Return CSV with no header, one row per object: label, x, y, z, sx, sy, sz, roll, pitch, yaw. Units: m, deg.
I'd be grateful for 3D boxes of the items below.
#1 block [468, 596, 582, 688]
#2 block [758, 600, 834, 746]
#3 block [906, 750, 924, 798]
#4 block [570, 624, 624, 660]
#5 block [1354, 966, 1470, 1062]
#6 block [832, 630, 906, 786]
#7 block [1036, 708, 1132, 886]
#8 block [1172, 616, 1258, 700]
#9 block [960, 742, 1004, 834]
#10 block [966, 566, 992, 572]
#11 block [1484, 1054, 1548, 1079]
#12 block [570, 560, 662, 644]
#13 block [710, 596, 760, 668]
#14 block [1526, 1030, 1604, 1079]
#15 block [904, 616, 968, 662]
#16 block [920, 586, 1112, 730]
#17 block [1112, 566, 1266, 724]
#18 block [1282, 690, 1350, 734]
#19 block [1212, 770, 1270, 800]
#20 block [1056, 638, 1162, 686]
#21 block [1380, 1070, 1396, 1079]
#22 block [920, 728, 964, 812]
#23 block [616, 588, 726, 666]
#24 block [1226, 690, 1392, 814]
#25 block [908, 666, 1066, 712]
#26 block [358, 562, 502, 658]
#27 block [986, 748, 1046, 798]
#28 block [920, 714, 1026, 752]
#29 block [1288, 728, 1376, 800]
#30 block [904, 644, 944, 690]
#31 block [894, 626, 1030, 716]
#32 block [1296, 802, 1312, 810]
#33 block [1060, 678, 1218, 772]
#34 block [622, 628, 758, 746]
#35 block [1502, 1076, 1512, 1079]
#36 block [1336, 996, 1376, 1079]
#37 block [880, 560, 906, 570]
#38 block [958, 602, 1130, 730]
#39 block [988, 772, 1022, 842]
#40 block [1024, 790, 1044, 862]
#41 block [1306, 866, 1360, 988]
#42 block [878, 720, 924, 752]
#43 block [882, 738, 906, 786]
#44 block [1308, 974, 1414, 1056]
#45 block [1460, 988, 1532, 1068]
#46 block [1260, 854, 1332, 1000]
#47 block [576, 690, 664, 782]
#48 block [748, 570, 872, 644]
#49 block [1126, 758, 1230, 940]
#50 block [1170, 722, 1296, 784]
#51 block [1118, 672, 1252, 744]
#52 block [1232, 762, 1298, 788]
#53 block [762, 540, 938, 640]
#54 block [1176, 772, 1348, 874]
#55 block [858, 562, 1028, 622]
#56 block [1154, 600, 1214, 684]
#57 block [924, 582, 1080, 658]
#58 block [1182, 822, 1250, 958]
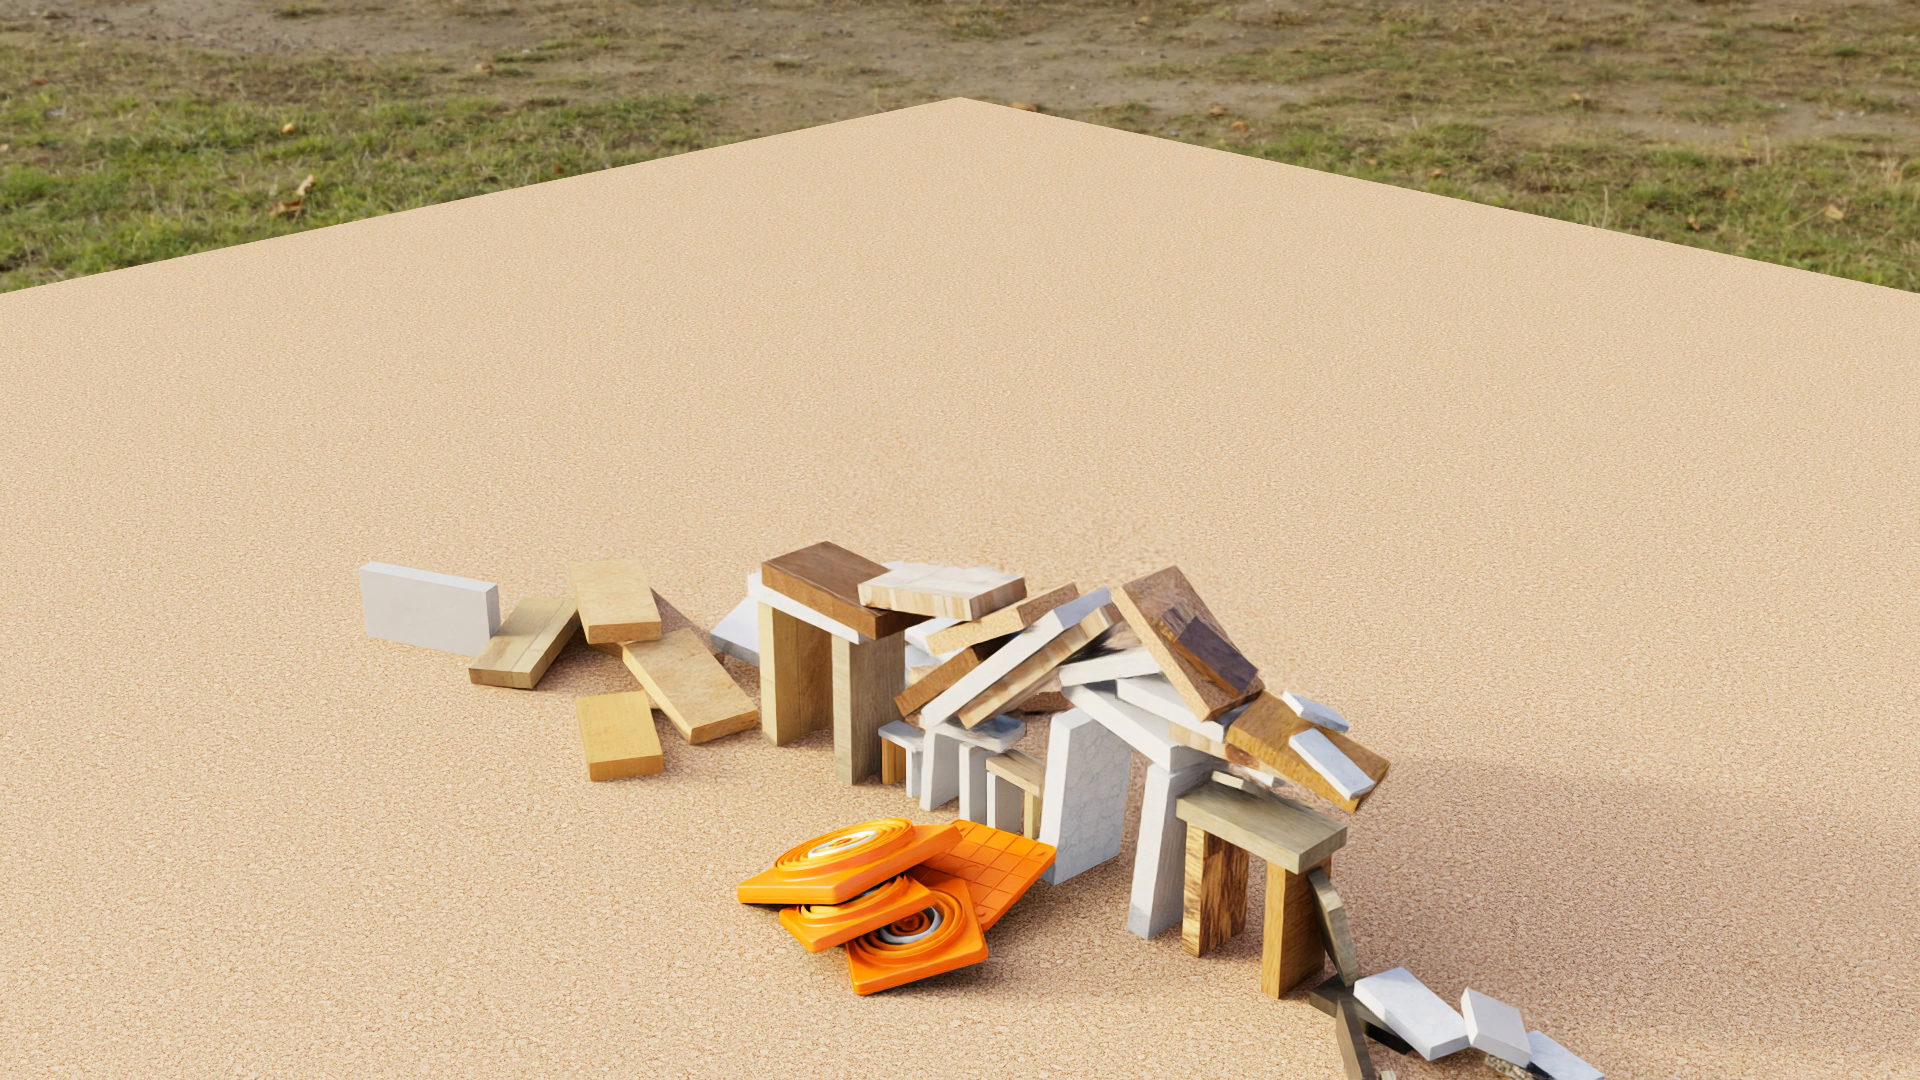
block,-0.998,0.235,5.086,0.153,0.043,0.305,3,31,15
block,-0.349,0.260,4.719,0.168,0.336,0.048,-21,31,-40
block,-0.085,0.470,4.514,0.015,0.109,0.054,21,31,41
block,-0.818,0.209,5.210,0.319,0.045,0.160,16,28,33
block,0.776,0.805,3.749,0.101,0.029,0.202,-11,28,-26
block,-0.188,0.325,4.565,0.048,0.336,0.168,19,29,37
block,0.241,0.472,4.191,0.176,0.353,0.050,-19,35,-37
block,0.441,0.204,3.796,0.144,0.020,0.072,40,47,5
block,0.043,0.481,4.385,0.094,0.189,0.027,-20,29,-39
block,-0.057,0.135,5.270,0.319,0.045,0.160,-8,24,-18
block,0.939,0.885,3.598,0.149,0.021,0.075,23,-3,43
block,-0.793,0.138,5.044,0.163,0.046,0.326,-3,26,-17
block,-0.377,0.231,4.985,0.349,0.049,0.175,20,48,30
block,0.992,0.875,3.671,0.075,0.021,0.149,-14,27,-29
block,-0.018,0.224,5.033,0.158,0.045,0.316,-3,17,-31
block,0.108,0.229,4.208,0.151,0.043,0.470,-21,-13,-42
block,0.401,0.181,3.866,0.139,0.039,0.278,-18,64,-36
block,0.604,0.294,3.738,0.114,0.016,0.057,23,17,-34
block,0.491,0.430,3.849,0.057,0.016,0.114,25,-6,-19
block,0.322,0.213,4.019,0.139,0.039,0.278,-21,5,-40
block,0.692,0.921,3.492,0.022,0.076,0.153,-1,23,-3
block,-0.035,0.449,4.459,0.027,0.189,0.094,23,32,34
block,-0.710,0.210,5.085,0.326,0.046,0.163,36,37,31
block,0.587,0.357,3.712,0.248,0.035,0.124,30,40,22
block,0.062,0.328,4.873,0.316,0.045,0.158,-1,22,-24
block,-1.238,0.165,5.149,0.349,0.175,0.049,9,25,20
block,0.129,0.452,4.286,0.075,0.021,0.149,-19,30,-38
block,0.024,0.367,4.374,0.189,0.027,0.094,15,26,30
block,0.618,0.372,3.659,0.057,0.016,0.148,-17,46,-34
block,-0.118,0.305,4.986,0.316,0.045,0.158,-18,29,-36
block,0.008,0.256,4.346,0.151,0.043,0.302,-22,-10,-38
block,0.624,0.554,4.363,0.144,0.072,0.020,0,23,1
block,0.356,0.311,4.053,0.176,0.050,0.353,-13,26,-28
block,-0.597,0.320,4.857,0.163,0.046,0.326,-15,40,-31
block,0.930,0.932,3.528,0.096,0.027,0.192,-20,30,-38
block,0.656,0.859,3.639,0.022,0.076,0.247,0,23,-1
block,-0.161,0.142,5.369,0.160,0.045,0.320,-8,24,-19
block,0.178,0.228,4.159,0.139,0.039,0.465,-20,-14,-44
block,0.088,0.517,4.351,0.075,0.149,0.021,-21,30,-41
block,0.159,0.545,4.286,0.075,0.149,0.021,-21,31,-41
block,0.650,0.673,3.824,0.029,0.203,0.101,-21,37,-3
block,-0.111,0.403,4.514,0.109,0.015,0.054,21,31,41
block,-0.137,0.450,4.561,0.015,0.109,0.054,21,31,41
block,0.716,0.814,3.805,0.101,0.029,0.203,-20,30,-39
block,0.899,0.818,3.693,0.096,0.027,0.192,22,12,3
block,0.591,0.658,3.862,0.135,0.271,0.038,-22,31,-40
block,-0.733,0.417,4.721,0.153,0.043,0.305,-6,24,-13
block,-0.265,0.119,4.560,0.336,0.048,0.168,21,31,40
block,0.401,0.544,4.023,0.176,0.353,0.050,-21,37,-41
block,0.507,0.349,3.856,0.248,0.035,0.124,17,29,34
block,0.414,0.285,3.912,0.124,0.035,0.248,-20,29,-39
block,0.538,0.393,3.865,0.076,0.022,0.153,-5,18,-26
block,-0.224,0.099,4.482,0.175,0.049,0.365,-20,30,-38
block,0.527,0.493,3.855,0.135,0.038,0.271,-21,31,-40
block,-0.036,0.099,4.280,0.153,0.043,0.313,-22,19,-41
block,0.411,0.177,3.830,0.144,0.020,0.072,47,48,13
block,0.080,0.153,4.201,0.151,0.043,0.302,-22,1,-37
block,0.465,0.608,3.978,0.135,0.271,0.038,-21,31,-40
